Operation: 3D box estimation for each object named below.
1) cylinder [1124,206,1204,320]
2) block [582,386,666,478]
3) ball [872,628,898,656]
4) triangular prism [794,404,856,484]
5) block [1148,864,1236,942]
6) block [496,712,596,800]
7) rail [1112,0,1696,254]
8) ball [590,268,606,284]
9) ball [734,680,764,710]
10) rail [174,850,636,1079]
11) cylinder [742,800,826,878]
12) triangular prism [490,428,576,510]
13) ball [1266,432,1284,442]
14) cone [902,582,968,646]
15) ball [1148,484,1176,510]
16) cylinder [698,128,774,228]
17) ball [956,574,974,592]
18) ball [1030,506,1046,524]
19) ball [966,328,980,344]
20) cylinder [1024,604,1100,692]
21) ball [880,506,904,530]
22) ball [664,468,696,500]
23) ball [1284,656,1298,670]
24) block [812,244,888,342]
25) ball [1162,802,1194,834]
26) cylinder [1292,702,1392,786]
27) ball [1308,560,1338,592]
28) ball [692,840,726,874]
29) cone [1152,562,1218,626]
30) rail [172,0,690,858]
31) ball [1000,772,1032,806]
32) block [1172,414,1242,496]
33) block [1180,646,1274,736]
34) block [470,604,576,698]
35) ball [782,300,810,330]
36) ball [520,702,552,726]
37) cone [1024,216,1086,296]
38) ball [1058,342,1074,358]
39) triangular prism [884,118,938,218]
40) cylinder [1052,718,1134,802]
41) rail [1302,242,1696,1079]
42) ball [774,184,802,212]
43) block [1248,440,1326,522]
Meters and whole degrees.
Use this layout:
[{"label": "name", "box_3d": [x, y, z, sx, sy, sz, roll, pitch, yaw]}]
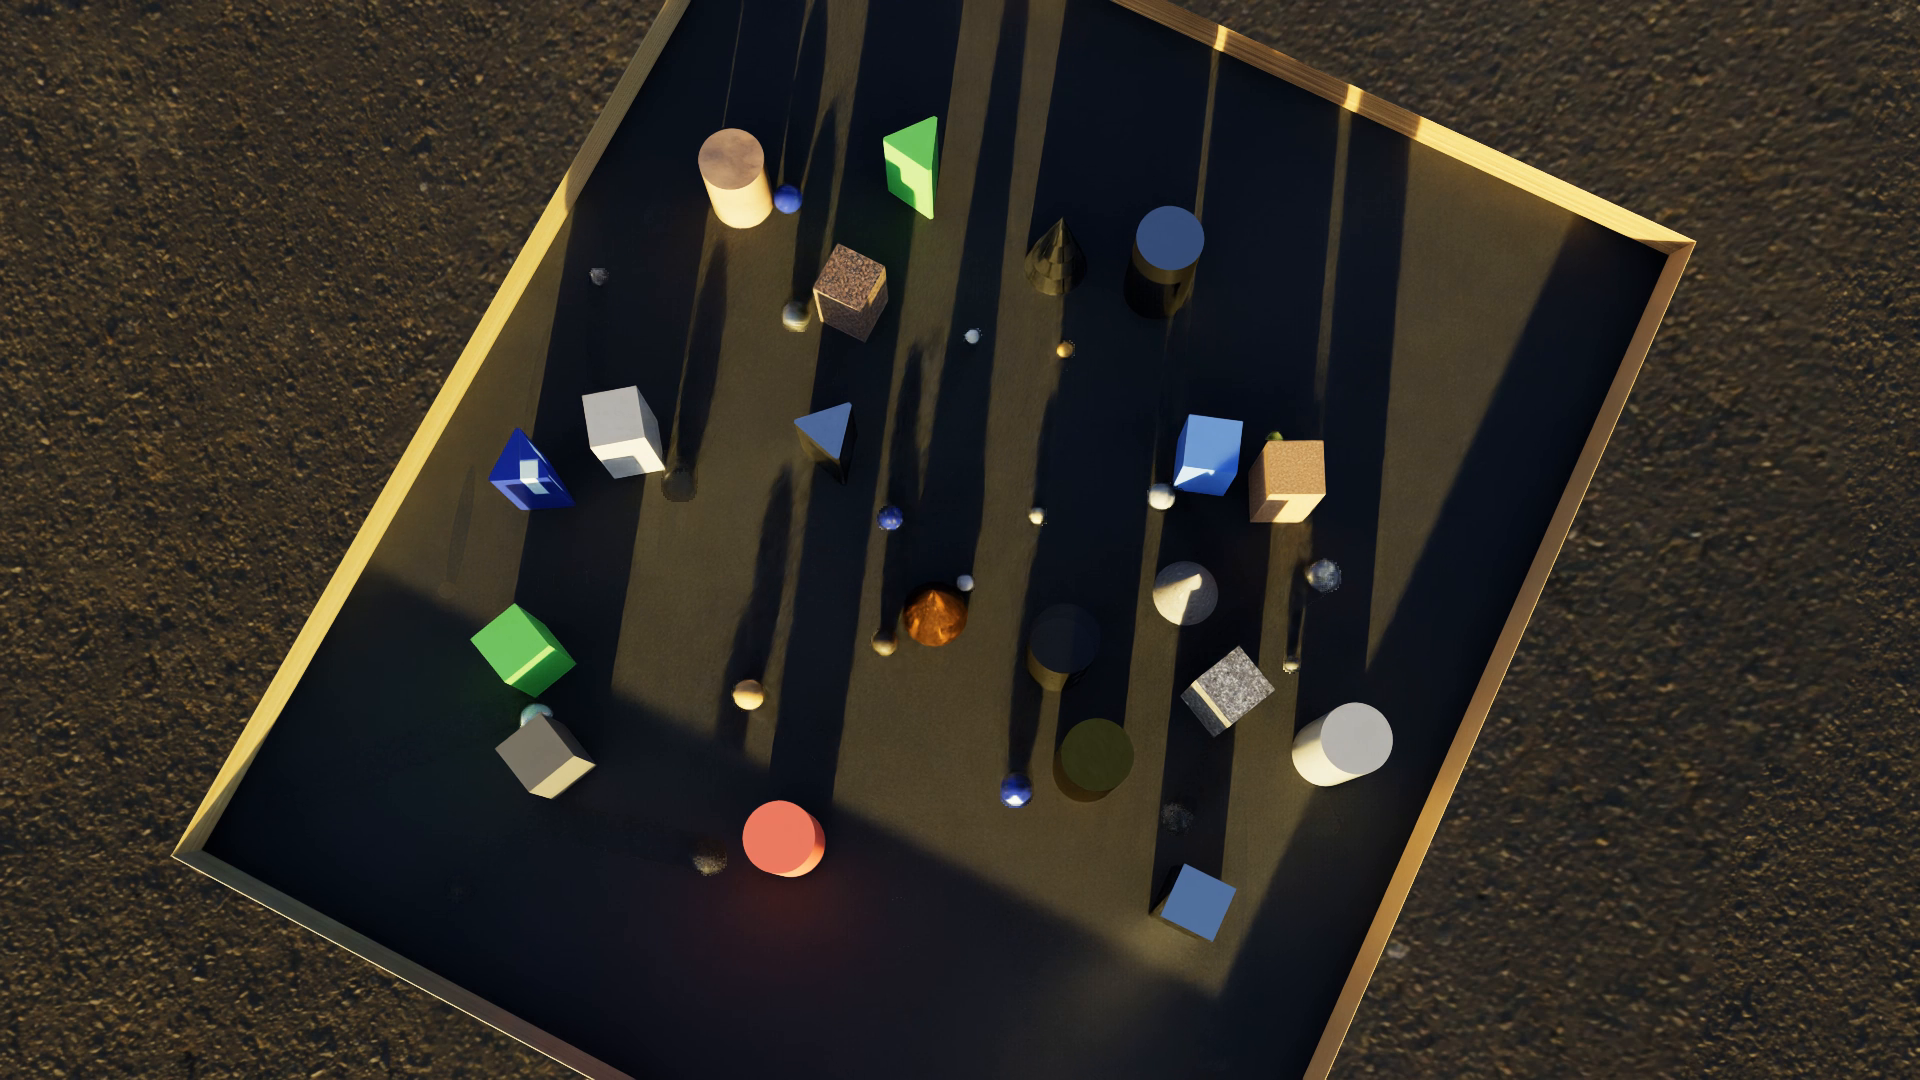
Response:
[{"label": "cylinder", "box_3d": [0.614, -0.836, 5.563, 0.199, 0.444, 0.199, 0, 78, 0]}, {"label": "block", "box_3d": [-1.003, -0.319, 5.489, 0.159, 0.380, 0.159, -11, 79, -2]}, {"label": "ball", "box_3d": [-0.225, 0.308, 5.512, 0.081, 0.081, 0.081, 0, 78, 0]}, {"label": "triangular prism", "box_3d": [-0.370, -0.312, 5.509, 0.172, 0.337, 0.149, 41, 81, 8]}, {"label": "block", "box_3d": [0.660, 1.036, 5.231, 0.159, 0.336, 0.159, 26, 79, 5]}, {"label": "block", "box_3d": [-1.196, 0.630, 5.316, 0.159, 0.334, 0.159, -39, 81, -7]}, {"label": "rail", "box_3d": [0.821, -1.602, 5.881, 3.242, 0.129, 0.045, 26, 80, 5]}, {"label": "ball", "box_3d": [-1.136, -0.827, 5.762, 0.050, 0.050, 0.050, 0, 78, 0]}, {"label": "ball", "box_3d": [-0.630, 0.462, 5.474, 0.092, 0.092, 0.092, 0, 78, 0]}, {"label": "rail", "box_3d": [-0.821, 1.615, 5.215, 3.242, 0.129, 0.045, 26, 80, 5]}, {"label": "cylinder", "box_3d": [-0.498, 0.857, 5.235, 0.199, 0.400, 0.199, 0, 78, 0]}, {"label": "triangular prism", "box_3d": [-1.273, -0.212, 5.465, 0.172, 0.383, 0.149, -4, 78, -1]}, {"label": "ball", "box_3d": [0.972, -0.309, 5.654, 0.053, 0.053, 0.053, 0, 78, 0]}, {"label": "cone", "box_3d": [-0.076, 0.182, 5.362, 0.199, 0.424, 0.199, 0, 78, 0]}, {"label": "ball", "box_3d": [0.618, -0.133, 5.603, 0.081, 0.081, 0.081, 0, 78, 0]}, {"label": "cylinder", "box_3d": [-0.691, -1.119, 5.689, 0.199, 0.311, 0.199, 0, 78, 0]}, {"label": "ball", "box_3d": [0.014, 0.130, 5.563, 0.052, 0.052, 0.052, 0, 78, 0]}, {"label": "ball", "box_3d": [0.237, -0.076, 5.606, 0.051, 0.051, 0.051, 0, 78, 0]}, {"label": "ball", "box_3d": [0.040, -0.637, 5.725, 0.046, 0.046, 0.046, 0, 78, 0]}, {"label": "cylinder", "box_3d": [0.294, 0.318, 5.339, 0.199, 0.415, 0.199, 0, 78, 0]}, {"label": "ball", "box_3d": [-0.209, -0.067, 5.593, 0.073, 0.073, 0.073, 0, 78, 0]}, {"label": "ball", "box_3d": [-0.857, -0.171, 5.601, 0.099, 0.099, 0.099, 0, 78, 0]}, {"label": "ball", "box_3d": [0.998, 0.372, 5.518, 0.043, 0.043, 0.043, 0, 78, 0]}, {"label": "block", "box_3d": [-0.332, -0.754, 5.618, 0.159, 0.303, 0.159, 27, 80, 5]}, {"label": "ball", "box_3d": [0.643, 0.821, 5.399, 0.094, 0.094, 0.094, 0, 78, 0]}, {"label": "cylinder", "box_3d": [1.093, 0.592, 5.266, 0.199, 0.447, 0.199, 0, 78, 0]}, {"label": "ball", "box_3d": [1.098, 0.108, 5.546, 0.094, 0.094, 0.094, 0, 78, 0]}, {"label": "ball", "box_3d": [-0.736, 0.928, 5.376, 0.096, 0.096, 0.096, 0, 78, 0]}, {"label": "cone", "box_3d": [0.687, 0.130, 5.428, 0.199, 0.316, 0.199, 0, 78, 0]}, {"label": "rail", "box_3d": [-1.429, -0.693, 5.693, 0.045, 0.129, 3.720, 26, 80, 5]}, {"label": "ball", "box_3d": [0.166, 0.735, 5.415, 0.098, 0.098, 0.098, 0, 78, 0]}, {"label": "block", "box_3d": [0.742, -0.253, 5.519, 0.159, 0.293, 0.159, 8, 78, 2]}, {"label": "block", "box_3d": [0.774, 0.445, 5.334, 0.159, 0.372, 0.159, -37, 81, -7]}, {"label": "block", "box_3d": [-1.270, 0.327, 5.354, 0.159, 0.383, 0.159, -40, 81, -8]}, {"label": "ball", "box_3d": [-0.511, -0.700, 5.716, 0.090, 0.090, 0.090, 0, 78, 0]}, {"label": "ball", "box_3d": [-1.262, 0.532, 5.459, 0.094, 0.094, 0.094, 0, 78, 0]}, {"label": "cone", "box_3d": [0.302, -0.910, 5.594, 0.199, 0.413, 0.199, 0, 78, 0]}, {"label": "ball", "box_3d": [0.328, -0.592, 5.714, 0.050, 0.050, 0.050, 0, 78, 0]}, {"label": "triangular prism", "box_3d": [-0.116, -1.169, 5.662, 0.172, 0.385, 0.149, 35, 80, 7]}, {"label": "cylinder", "box_3d": [0.375, 0.635, 5.235, 0.199, 0.490, 0.199, 0, 78, 0]}, {"label": "rail", "box_3d": [1.429, 0.706, 5.403, 0.045, 0.129, 3.720, 26, 80, 5]}, {"label": "ball", "box_3d": [-0.543, -1.081, 5.794, 0.092, 0.092, 0.092, 0, 78, 0]}, {"label": "block", "box_3d": [0.970, -0.171, 5.459, 0.159, 0.378, 0.159, 0, 78, 0]}]
